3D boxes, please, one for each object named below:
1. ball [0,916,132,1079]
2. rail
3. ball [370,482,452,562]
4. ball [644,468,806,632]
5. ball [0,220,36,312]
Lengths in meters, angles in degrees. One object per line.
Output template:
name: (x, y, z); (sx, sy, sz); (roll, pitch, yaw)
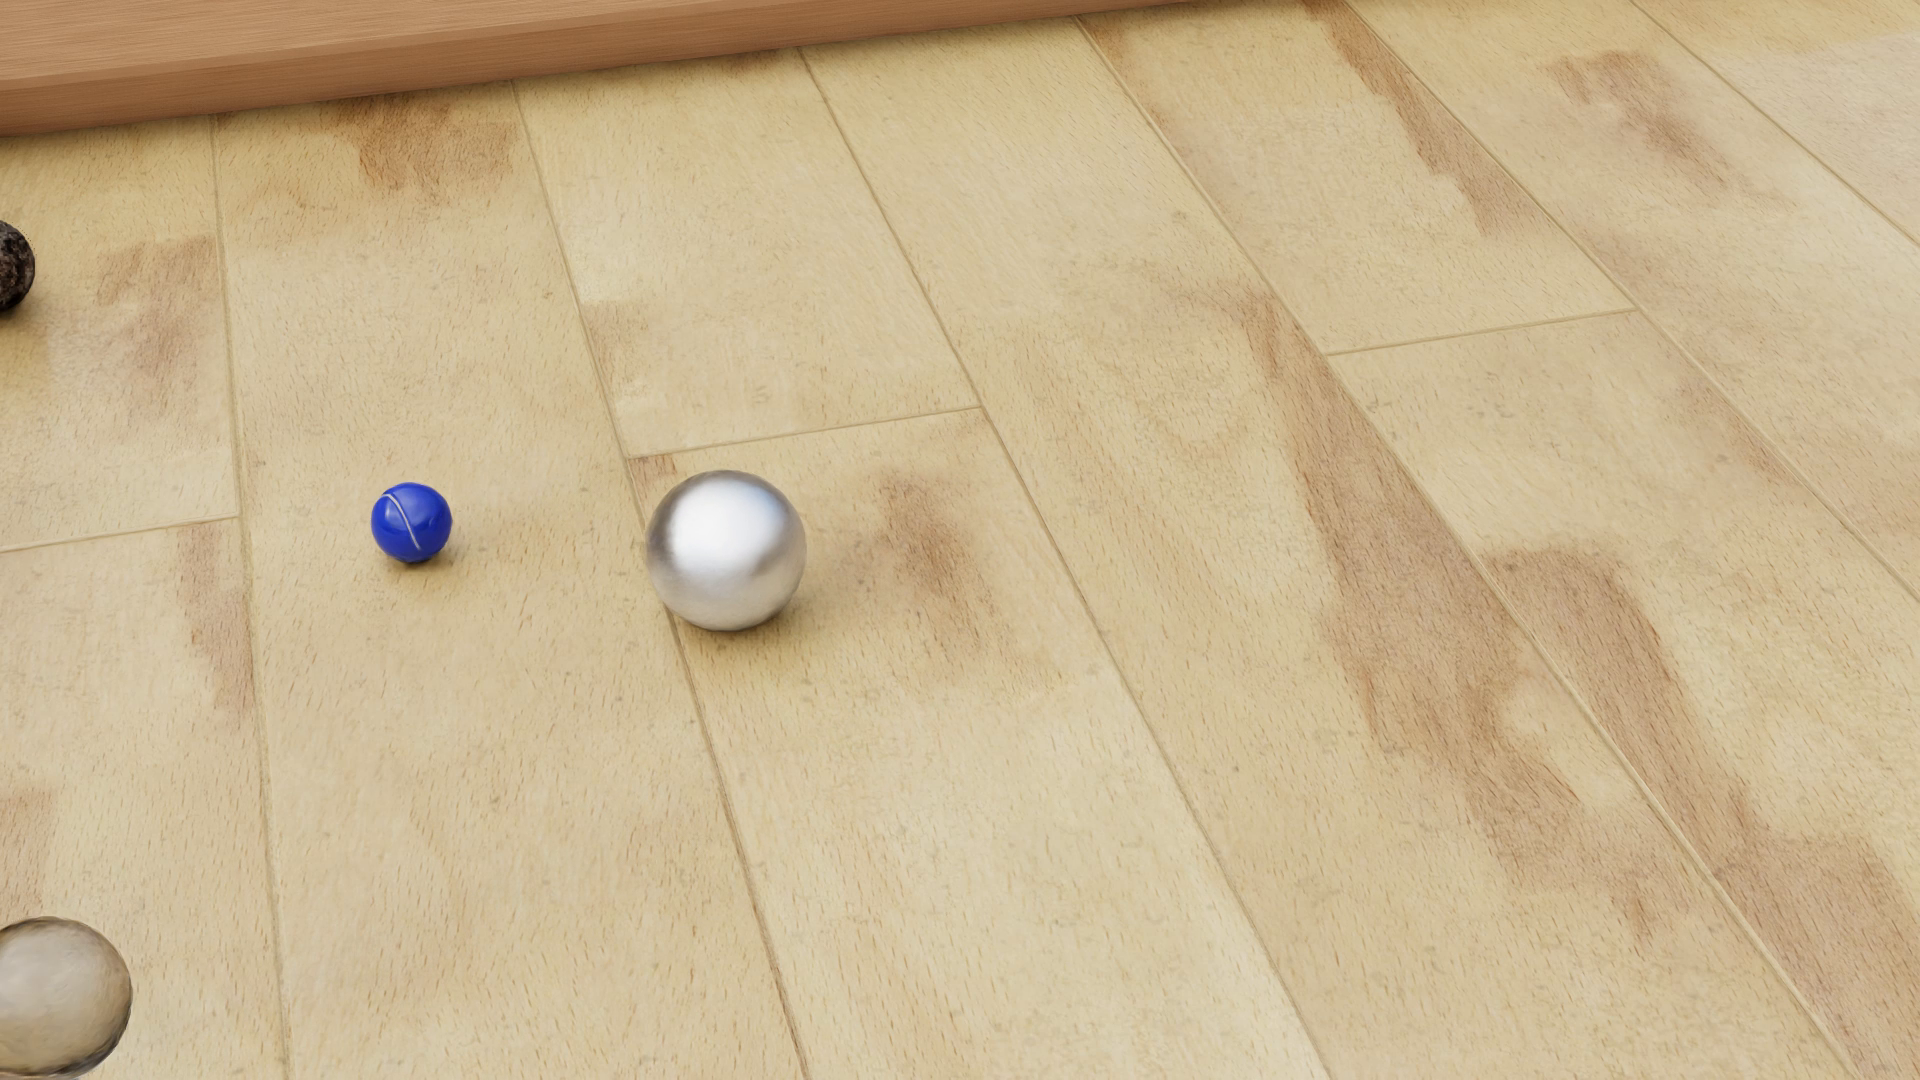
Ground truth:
ball: (-0.449, 0.226, 1.259); (0.083, 0.083, 0.083); (0, 36, 0)
rail: (0.461, -0.568, 2.326); (2.761, 0.128, 0.045); (-9, 37, -12)
ball: (-0.346, -0.011, 1.618); (0.051, 0.051, 0.051); (0, 36, 0)
ball: (-0.142, 0.006, 1.553); (0.098, 0.098, 0.098); (0, 36, 0)
ball: (-0.708, -0.199, 1.862); (0.071, 0.071, 0.071); (0, 36, 0)
